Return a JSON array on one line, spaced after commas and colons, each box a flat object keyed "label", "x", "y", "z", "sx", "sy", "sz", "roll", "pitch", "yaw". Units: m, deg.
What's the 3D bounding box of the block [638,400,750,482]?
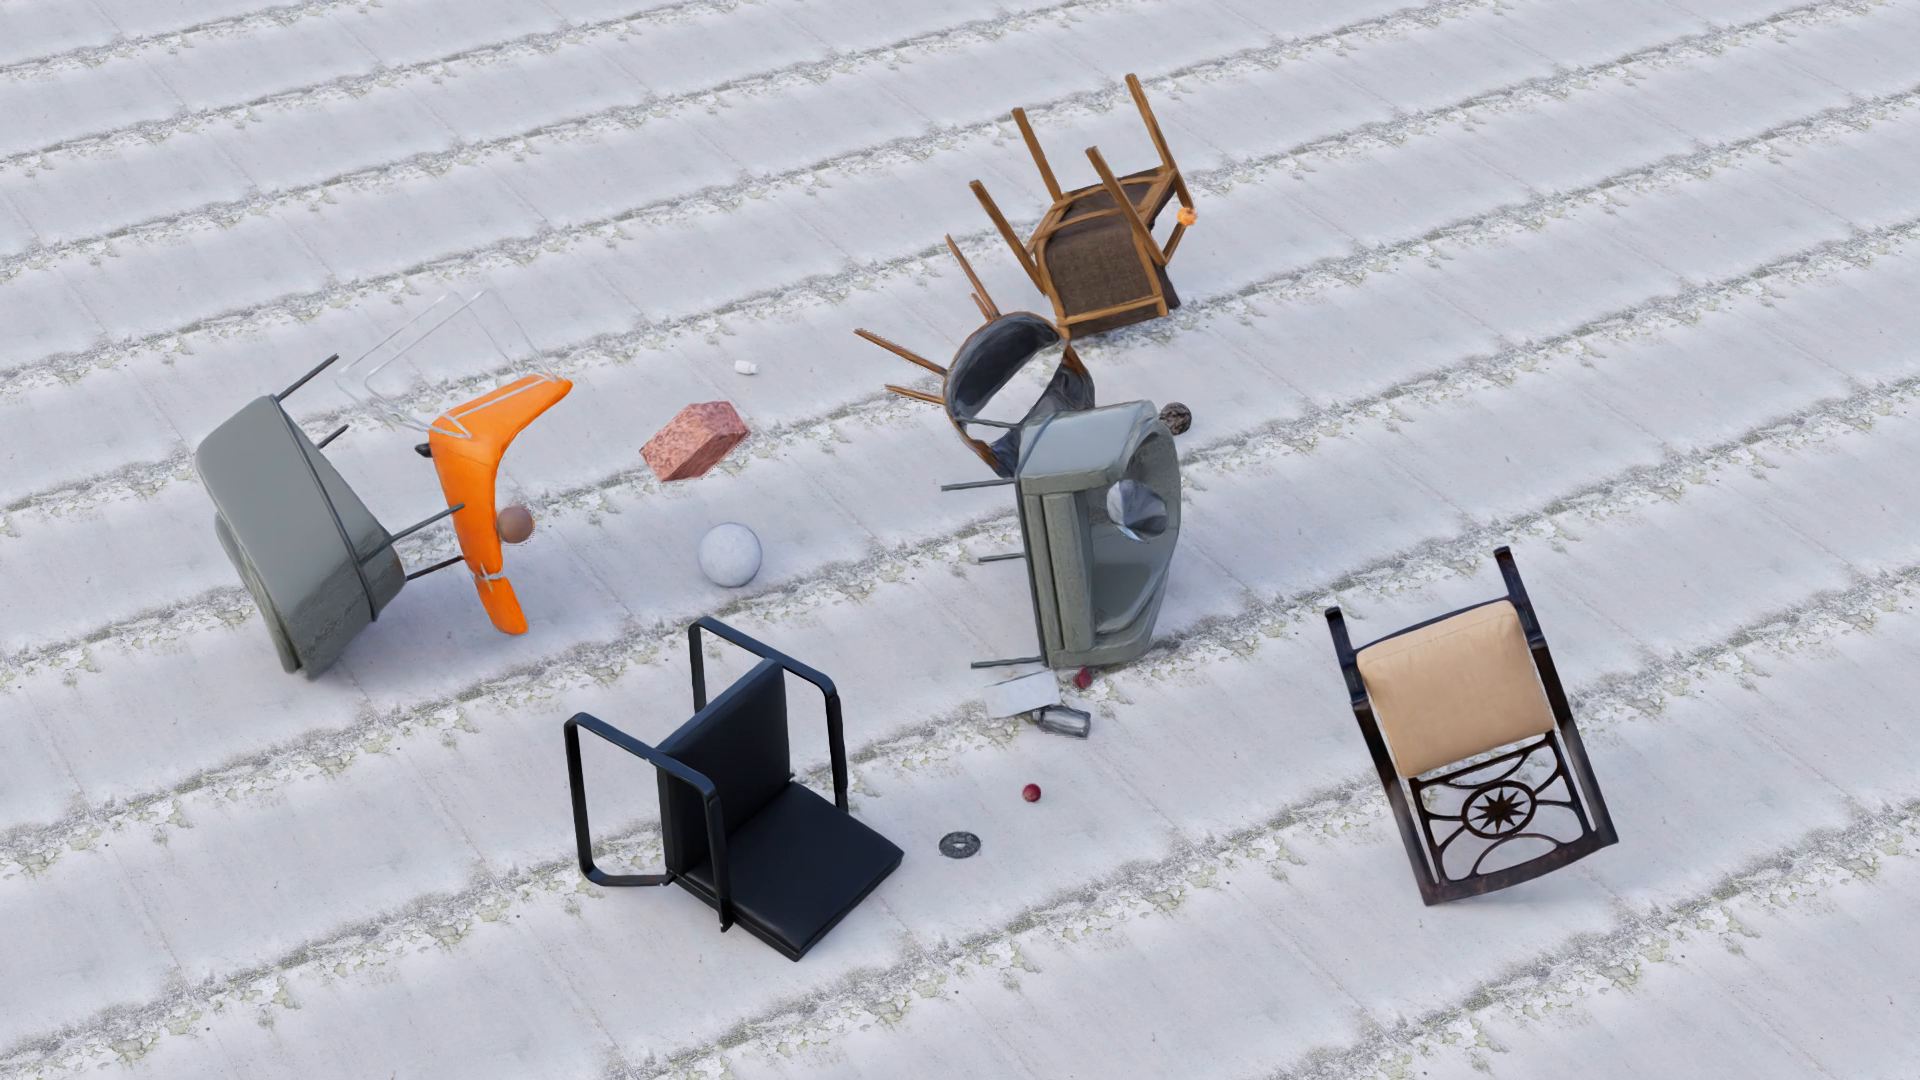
[{"label": "block", "x": -0.931, "y": -0.347, "z": 10.285, "sx": 0.142, "sy": 0.258, "sz": 0.301, "roll": 53, "pitch": 21, "yaw": 9}]

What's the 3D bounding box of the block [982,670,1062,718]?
[{"label": "block", "x": 0.208, "y": 0.525, "z": 9.967, "sx": 0.205, "sy": 0.110, "sz": 0.177, "roll": -14, "pitch": -1, "yaw": -18}]

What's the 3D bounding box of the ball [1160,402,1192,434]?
[{"label": "ball", "x": 0.849, "y": -0.479, "z": 11.554, "sx": 0.129, "sy": 0.129, "sz": 0.129, "roll": 0, "pitch": 33, "yaw": 0}]

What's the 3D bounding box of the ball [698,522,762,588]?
[{"label": "ball", "x": -0.835, "y": 0.053, "z": 10.649, "sx": 0.236, "sy": 0.236, "sz": 0.236, "roll": 0, "pitch": 33, "yaw": 0}]

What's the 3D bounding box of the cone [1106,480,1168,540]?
[{"label": "cone", "x": 0.562, "y": -0.072, "z": 9.658, "sx": 0.229, "sy": 0.192, "sz": 0.146, "roll": 49, "pitch": 29, "yaw": -3}]
